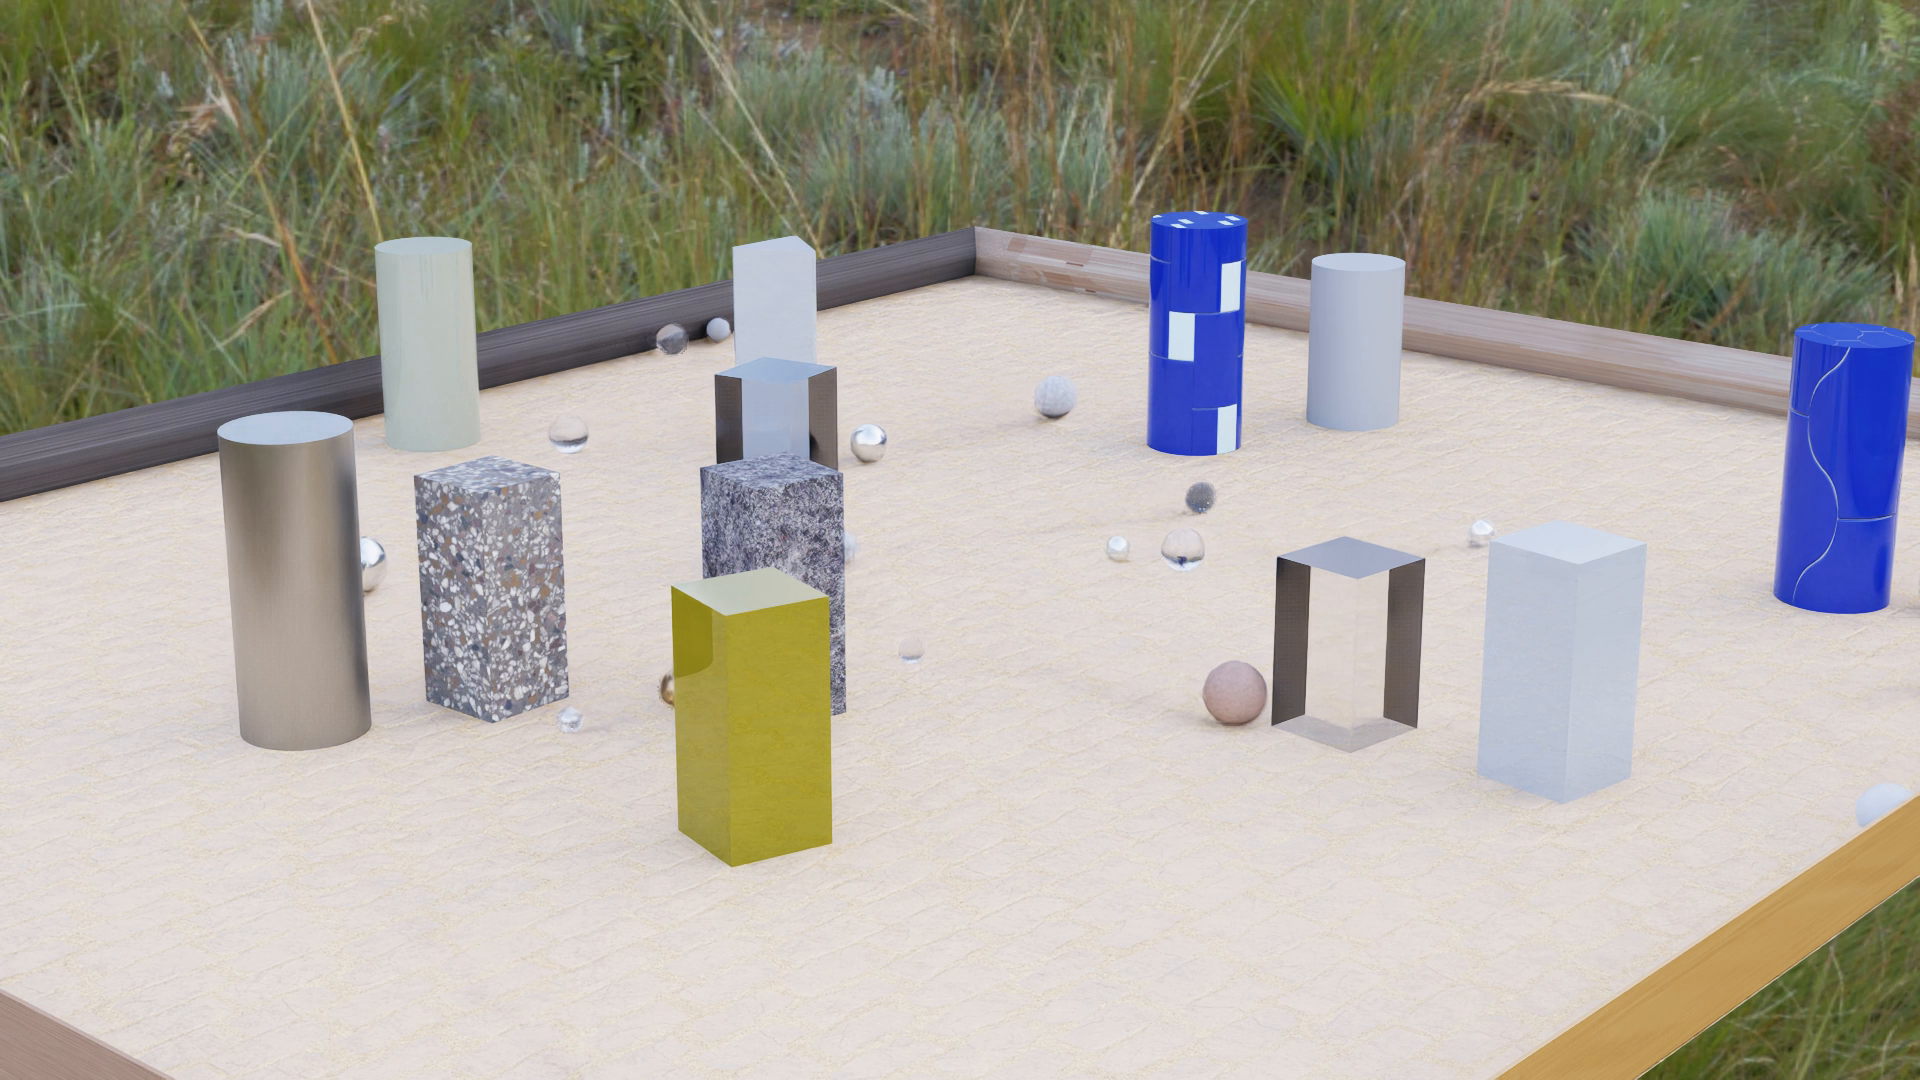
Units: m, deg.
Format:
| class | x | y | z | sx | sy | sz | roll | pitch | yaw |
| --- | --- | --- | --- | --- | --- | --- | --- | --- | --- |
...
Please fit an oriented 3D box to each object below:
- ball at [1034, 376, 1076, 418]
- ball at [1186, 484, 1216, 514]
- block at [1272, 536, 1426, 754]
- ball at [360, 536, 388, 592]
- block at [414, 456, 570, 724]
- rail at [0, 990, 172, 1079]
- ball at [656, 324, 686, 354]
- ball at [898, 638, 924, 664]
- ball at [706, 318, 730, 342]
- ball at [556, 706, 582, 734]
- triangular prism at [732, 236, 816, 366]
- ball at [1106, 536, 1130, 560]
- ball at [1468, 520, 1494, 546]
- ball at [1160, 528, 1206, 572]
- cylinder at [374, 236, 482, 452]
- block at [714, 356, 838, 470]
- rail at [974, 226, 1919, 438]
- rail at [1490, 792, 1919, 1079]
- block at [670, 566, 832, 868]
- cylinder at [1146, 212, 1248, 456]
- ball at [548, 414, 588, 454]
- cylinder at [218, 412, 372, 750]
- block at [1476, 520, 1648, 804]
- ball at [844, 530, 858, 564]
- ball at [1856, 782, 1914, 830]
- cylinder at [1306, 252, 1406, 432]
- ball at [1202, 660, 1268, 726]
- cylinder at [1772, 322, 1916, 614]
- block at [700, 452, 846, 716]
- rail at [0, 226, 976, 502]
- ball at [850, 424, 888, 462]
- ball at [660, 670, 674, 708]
| class | x | y | z | sx | sy | sz | roll | pitch | yaw |
| --- | --- | --- | --- | --- | --- | --- | --- | --- | --- |
| ball | 0.203 | -0.307 | 6.315 | 0.090 | 0.090 | 0.090 | 0 | 17 | 0 |
| ball | 0.461 | -0.080 | 5.618 | 0.058 | 0.058 | 0.058 | 0 | 17 | 0 |
| block | 0.589 | 0.157 | 4.459 | 0.158 | 0.273 | 0.158 | -15 | 22 | -40 |
| ball | -1.051 | 0.042 | 5.144 | 0.097 | 0.097 | 0.097 | 0 | 17 | 0 |
| block | -0.729 | 0.074 | 4.569 | 0.158 | 0.368 | 0.158 | 14 | 22 | 39 |
| rail | -1.375 | 0.489 | 3.604 | 3.581 | 0.128 | 0.045 | 14 | 22 | 39 |
| ball | -0.679 | -0.470 | 6.891 | 0.071 | 0.071 | 0.071 | 0 | 17 | 0 |
| ball | -0.080 | 0.180 | 4.779 | 0.043 | 0.043 | 0.043 | 0 | 17 | 0 |
| ball | -0.579 | -0.503 | 7.023 | 0.056 | 0.056 | 0.056 | 0 | 17 | 0 |
| ball | -0.596 | 0.274 | 4.472 | 0.041 | 0.041 | 0.041 | 0 | 17 | 0 |
| triangular prism | -0.355 | -0.390 | 5.982 | 0.171 | 0.440 | 0.148 | 4 | 17 | 13 |
| ball | 0.286 | 0.015 | 5.325 | 0.046 | 0.046 | 0.046 | 0 | 17 | 0 |
| ball | 0.961 | -0.012 | 5.408 | 0.049 | 0.049 | 0.049 | 0 | 17 | 0 |
| ball | 0.400 | 0.017 | 5.257 | 0.080 | 0.080 | 0.080 | 0 | 17 | 0 |
| cylinder | -1.104 | -0.407 | 6.088 | 0.198 | 0.413 | 0.198 | 0 | 17 | 0 |
| block | -0.329 | -0.135 | 5.291 | 0.158 | 0.351 | 0.158 | 9 | 19 | 29 |
| rail | 1.375 | -0.425 | 6.636 | 3.581 | 0.128 | 0.045 | 14 | 22 | 39 |
| rail | 1.334 | 0.366 | 4.011 | 0.045 | 0.128 | 4.242 | 14 | 22 | 39 |
| block | -0.286 | 0.241 | 4.030 | 0.158 | 0.360 | 0.158 | -10 | 20 | -31 |
| cylinder | 0.488 | -0.427 | 6.052 | 0.198 | 0.472 | 0.198 | 0 | 17 | 0 |
| ball | -0.806 | -0.219 | 6.036 | 0.083 | 0.083 | 0.083 | 0 | 17 | 0 |
| cylinder | -1.003 | 0.061 | 4.427 | 0.198 | 0.476 | 0.198 | 0 | 17 | 0 |
| block | 0.871 | 0.174 | 4.252 | 0.158 | 0.359 | 0.158 | -14 | 22 | -39 |
| ball | -0.216 | 0.012 | 5.306 | 0.061 | 0.061 | 0.061 | 0 | 17 | 0 |
| ball | 1.282 | 0.378 | 4.049 | 0.086 | 0.086 | 0.086 | 0 | 17 | 0 |
| cylinder | 0.845 | -0.424 | 6.265 | 0.198 | 0.344 | 0.198 | 0 | 17 | 0 |
| ball | 0.422 | 0.235 | 4.502 | 0.099 | 0.099 | 0.099 | 0 | 17 | 0 |
| cylinder | 1.523 | -0.125 | 5.058 | 0.198 | 0.467 | 0.198 | 0 | 17 | 0 |
| block | -0.287 | 0.079 | 4.522 | 0.158 | 0.386 | 0.158 | -12 | 21 | -35 |
| rail | -1.334 | -0.302 | 6.229 | 0.045 | 0.128 | 4.242 | 14 | 22 | 39 |
| ball | -0.185 | -0.197 | 5.970 | 0.079 | 0.079 | 0.079 | 0 | 17 | 0 |
| ball | -0.437 | 0.232 | 4.573 | 0.064 | 0.064 | 0.064 | 0 | 17 | 0 |
